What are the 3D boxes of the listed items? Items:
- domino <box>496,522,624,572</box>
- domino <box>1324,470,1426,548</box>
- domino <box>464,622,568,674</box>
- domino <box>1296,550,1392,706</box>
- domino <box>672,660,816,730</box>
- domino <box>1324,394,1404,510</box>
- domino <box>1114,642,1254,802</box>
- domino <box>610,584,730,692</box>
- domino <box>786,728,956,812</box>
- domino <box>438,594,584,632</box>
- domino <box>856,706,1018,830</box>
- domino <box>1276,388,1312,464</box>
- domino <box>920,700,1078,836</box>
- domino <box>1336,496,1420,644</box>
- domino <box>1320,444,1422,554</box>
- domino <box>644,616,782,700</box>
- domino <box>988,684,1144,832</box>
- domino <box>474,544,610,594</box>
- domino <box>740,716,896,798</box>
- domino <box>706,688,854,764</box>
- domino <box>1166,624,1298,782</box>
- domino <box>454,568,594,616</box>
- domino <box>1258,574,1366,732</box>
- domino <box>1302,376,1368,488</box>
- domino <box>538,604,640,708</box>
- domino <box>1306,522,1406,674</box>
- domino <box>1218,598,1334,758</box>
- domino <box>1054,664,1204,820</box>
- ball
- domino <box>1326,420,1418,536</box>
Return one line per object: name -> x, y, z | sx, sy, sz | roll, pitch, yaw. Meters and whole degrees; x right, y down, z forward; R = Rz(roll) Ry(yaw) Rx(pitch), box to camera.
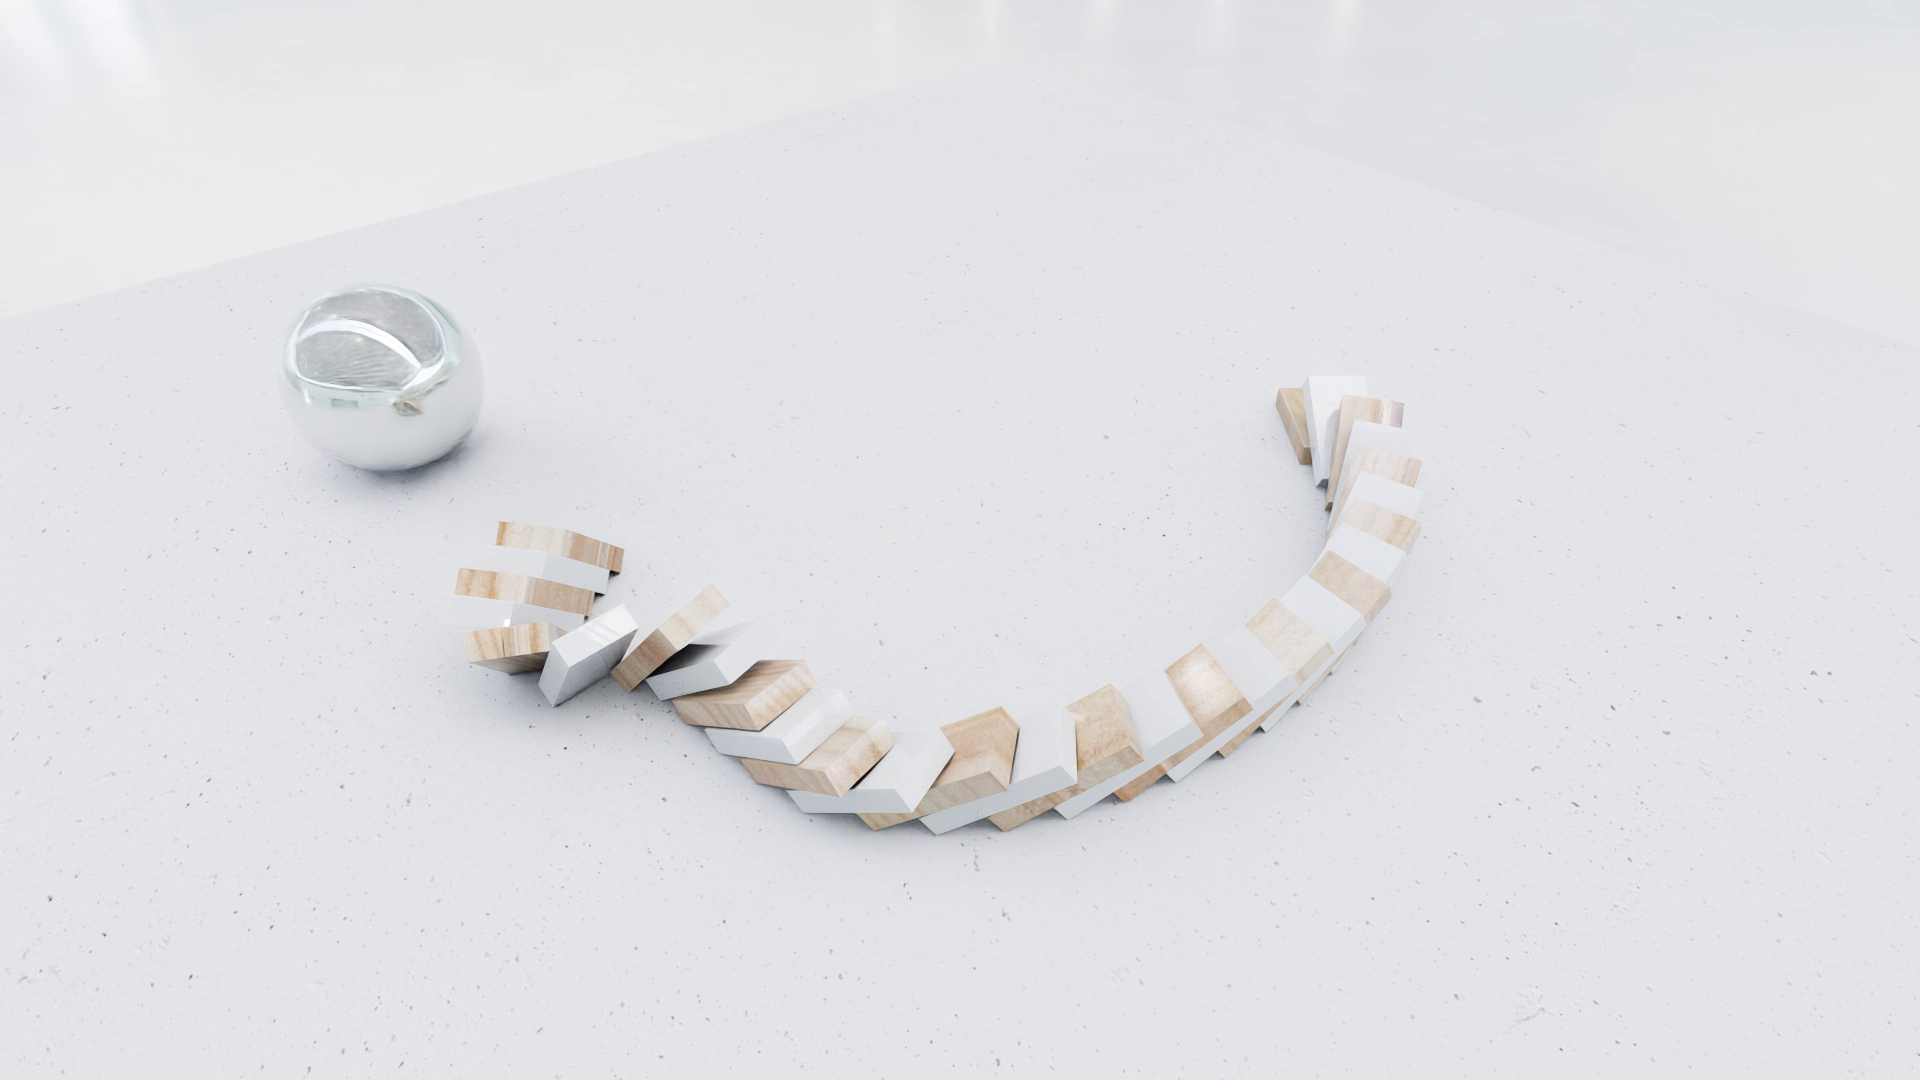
domino -> -0.149, 0.003, 0.413 | 0.025, 0.050, 0.010 | 6, 82, 8
domino -> 0.156, 0.000, 0.423 | 0.025, 0.009, 0.050 | 23, 77, 25
domino -> -0.146, 0.037, 0.371 | 0.025, 0.050, 0.009 | -8, 80, -9
domino -> 0.125, 0.030, 0.386 | 0.050, 0.009, 0.025 | -49, 53, -4
domino -> -0.072, 0.050, 0.362 | 0.050, 0.009, 0.025 | -8, 23, 50
domino -> 0.172, -0.036, 0.466 | 0.025, 0.009, 0.050 | 10, 73, 11
domino -> 0.065, 0.058, 0.352 | 0.050, 0.009, 0.025 | -38, 44, 6
domino -> -0.099, 0.034, 0.374 | 0.009, 0.050, 0.025 | 49, 49, -5
domino -> -0.028, 0.071, 0.336 | 0.050, 0.009, 0.025 | -13, 27, 43
domino -> -0.155, 0.027, 0.383 | 0.025, 0.050, 0.010 | 6, 82, 8
domino -> -0.007, 0.070, 0.337 | 0.050, 0.009, 0.025 | -24, 30, 28
domino -> 0.165, -0.053, 0.508 | 0.025, 0.010, 0.050 | 0, 39, 0
domino -> 0.011, 0.070, 0.337 | 0.050, 0.010, 0.025 | -26, 33, 23
domino -> 0.148, 0.011, 0.410 | 0.025, 0.010, 0.050 | 28, 79, 30
domino -> 0.163, -0.011, 0.437 | 0.025, 0.010, 0.050 | 18, 75, 21
domino -> -0.084, 0.040, 0.371 | 0.050, 0.009, 0.025 | -18, 19, 48
domino -> 0.030, 0.067, 0.340 | 0.050, 0.010, 0.025 | -31, 37, 16
domino -> -0.152, 0.011, 0.403 | 0.025, 0.050, 0.010 | 6, 82, 8
domino -> -0.045, 0.066, 0.342 | 0.050, 0.009, 0.025 | -7, 26, 50
domino -> -0.058, 0.058, 0.351 | 0.025, 0.010, 0.050 | -39, 20, -35
domino -> 0.081, 0.053, 0.359 | 0.050, 0.009, 0.025 | -40, 45, 4
domino -> -0.154, 0.019, 0.393 | 0.025, 0.050, 0.010 | 6, 82, 8
domino -> 0.111, 0.038, 0.376 | 0.050, 0.009, 0.025 | -46, 51, -2
domino -> 0.167, -0.048, 0.484 | 0.025, 0.010, 0.050 | 0, 69, 0
domino -> -0.124, 0.039, 0.367 | 0.025, 0.050, 0.010 | -32, 84, -33
domino -> 0.137, 0.021, 0.398 | 0.025, 0.009, 0.050 | 31, 81, 32
domino -> 0.097, 0.046, 0.368 | 0.050, 0.010, 0.025 | -44, 49, 0
domino -> 0.048, 0.063, 0.346 | 0.050, 0.009, 0.025 | -35, 41, 10
ball -> -0.247, -0.069, 0.473 | 0.080, 0.080, 0.080 | 0, 39, 0
domino -> 0.169, -0.023, 0.451 | 0.025, 0.009, 0.050 | 14, 74, 16
